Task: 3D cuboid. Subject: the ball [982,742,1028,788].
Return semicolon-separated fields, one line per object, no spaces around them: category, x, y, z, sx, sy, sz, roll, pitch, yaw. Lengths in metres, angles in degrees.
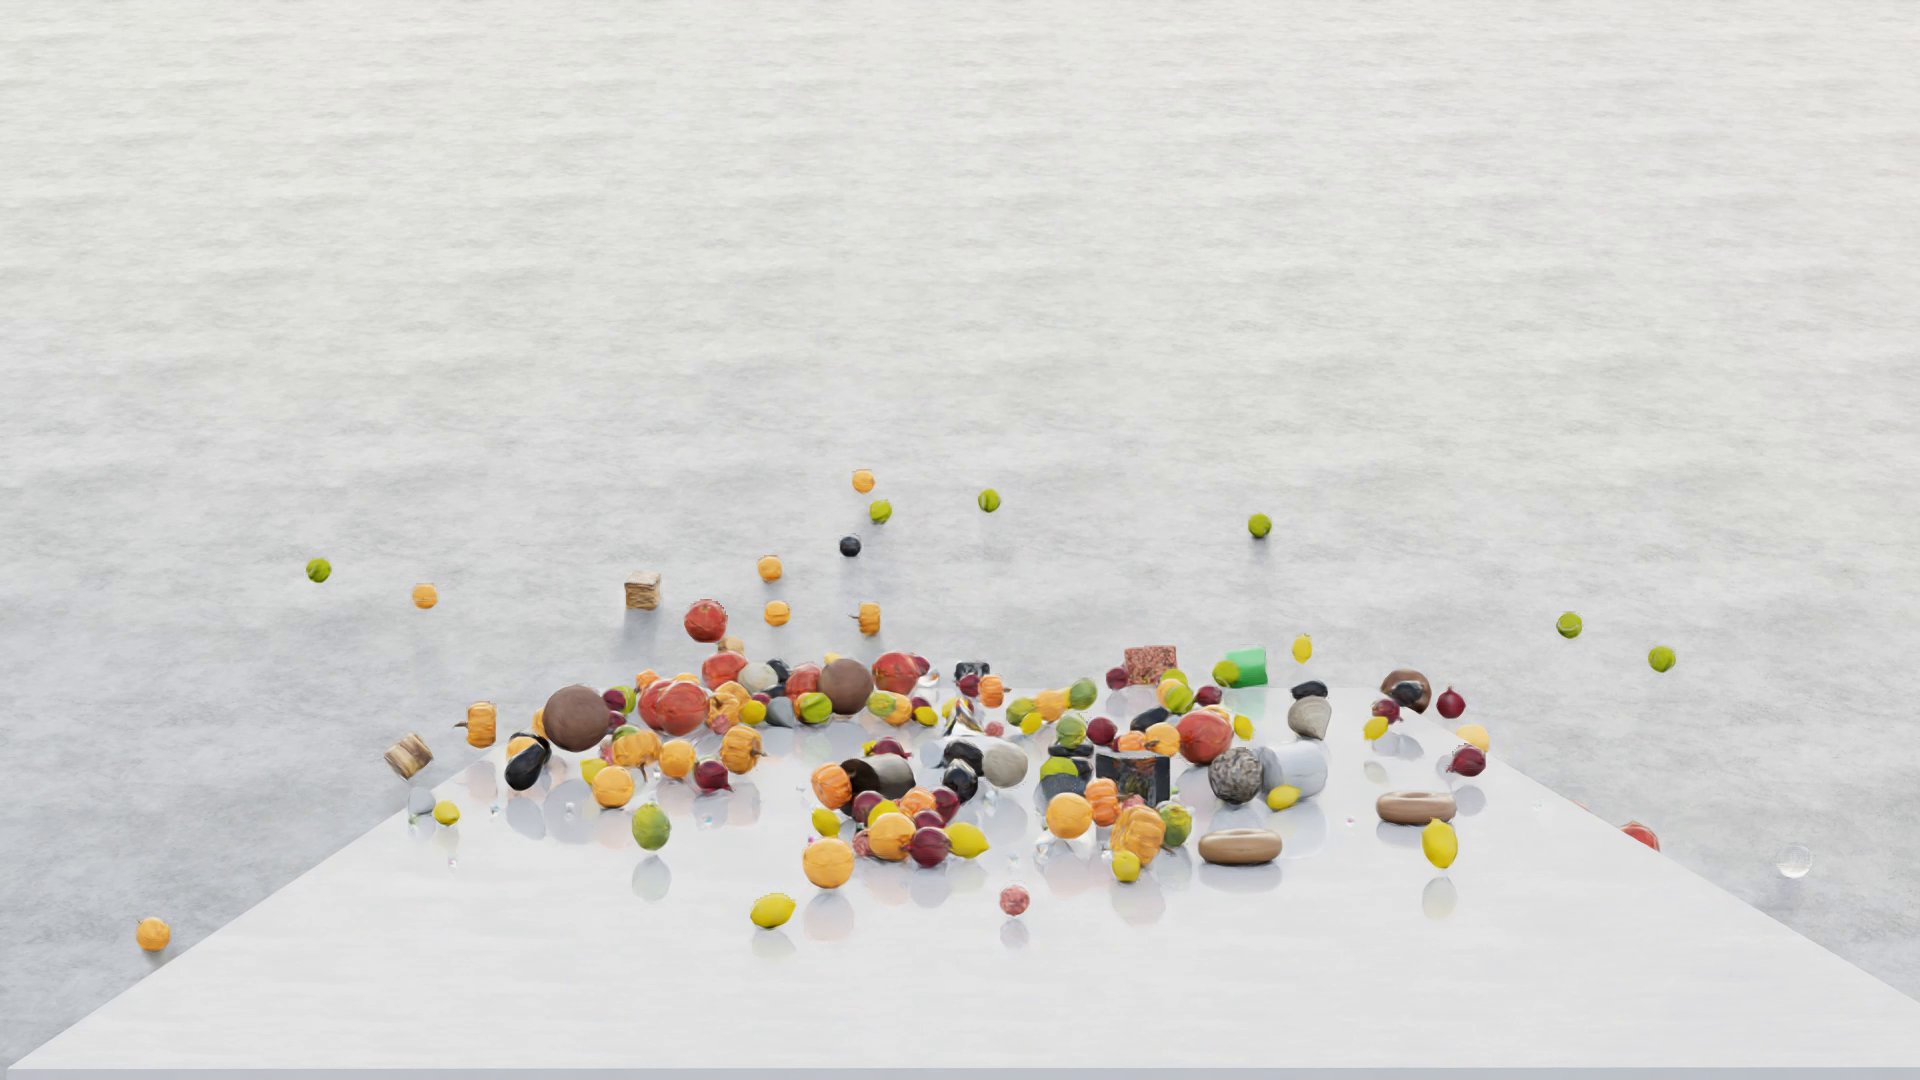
ball;0.080;0.398;4.554;0.082;0.082;0.082;0;24;0

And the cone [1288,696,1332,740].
cone;0.750;0.395;5.419;0.098;0.098;0.098;-4;29;-9

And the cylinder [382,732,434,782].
cylinder;-1.341;0.527;6.263;0.087;0.087;0.087;-40;40;-20

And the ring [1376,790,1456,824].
ring;0.749;0.439;4.226;0.131;0.044;0.131;-1;3;0

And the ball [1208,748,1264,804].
ball;0.474;0.406;4.421;0.095;0.095;0.095;0;24;0

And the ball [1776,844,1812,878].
ball;1.902;0.732;5.876;0.079;0.079;0.079;0;24;0

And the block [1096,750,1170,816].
block;0.292;0.409;4.344;0.094;0.094;0.094;-1;2;-22

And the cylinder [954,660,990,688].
cylinder;0.033;0.352;6.727;0.072;0.072;0.072;1;23;20

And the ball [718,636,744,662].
ball;-0.612;0.292;6.873;0.072;0.072;0.072;0;24;0

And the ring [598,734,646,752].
ring;-0.681;0.410;5.197;0.098;0.033;0.098;-1;2;0

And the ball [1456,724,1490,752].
ball;1.268;0.500;6.384;0.089;0.089;0.089;0;24;0

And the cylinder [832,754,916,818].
cylinder;-0.144;0.409;4.288;0.099;0.099;0.099;17;11;33

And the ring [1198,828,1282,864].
ring;0.415;0.454;3.819;0.127;0.042;0.127;-3;0;0

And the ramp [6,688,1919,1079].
ramp;0.055;0.499;4.546;2.000;0.100;4.000;0;2;0

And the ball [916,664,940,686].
ball;-0.083;0.347;6.608;0.060;0.060;0.060;0;24;0

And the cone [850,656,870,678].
cone;-0.274;0.326;6.776;0.053;0.053;0.053;-38;3;2

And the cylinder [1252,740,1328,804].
cylinder;0.566;0.401;4.457;0.098;0.098;0.098;-4;23;-32

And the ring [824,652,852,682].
ring;-0.299;0.311;6.302;0.029;0.088;0.088;-37;38;-18

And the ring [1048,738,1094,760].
ring;0.220;0.413;5.092;0.094;0.031;0.094;-3;4;0

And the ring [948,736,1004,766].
ring;0.030;0.410;5.010;0.134;0.045;0.134;-1;3;0

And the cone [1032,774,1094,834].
cone;0.162;0.442;4.116;0.100;0.100;0.100;3;29;6

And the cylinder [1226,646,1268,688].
cylinder;0.743;0.332;6.677;0.098;0.098;0.098;-8;24;5

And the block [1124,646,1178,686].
block;0.498;0.327;6.705;0.096;0.096;0.096;-2;-3;-33

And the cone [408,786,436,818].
cone;-0.908;0.447;4.289;0.052;0.052;0.052;7;31;16

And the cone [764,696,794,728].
cone;-0.382;0.393;5.645;0.074;0.074;0.074;-14;36;-29

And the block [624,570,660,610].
block;-0.887;0.141;7.201;0.080;0.080;0.080;3;24;7

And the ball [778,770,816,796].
ball;-0.287;0.439;4.546;0.066;0.066;0.066;0;24;0

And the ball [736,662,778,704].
ball;-0.482;0.340;6.139;0.100;0.100;0.100;0;24;0
